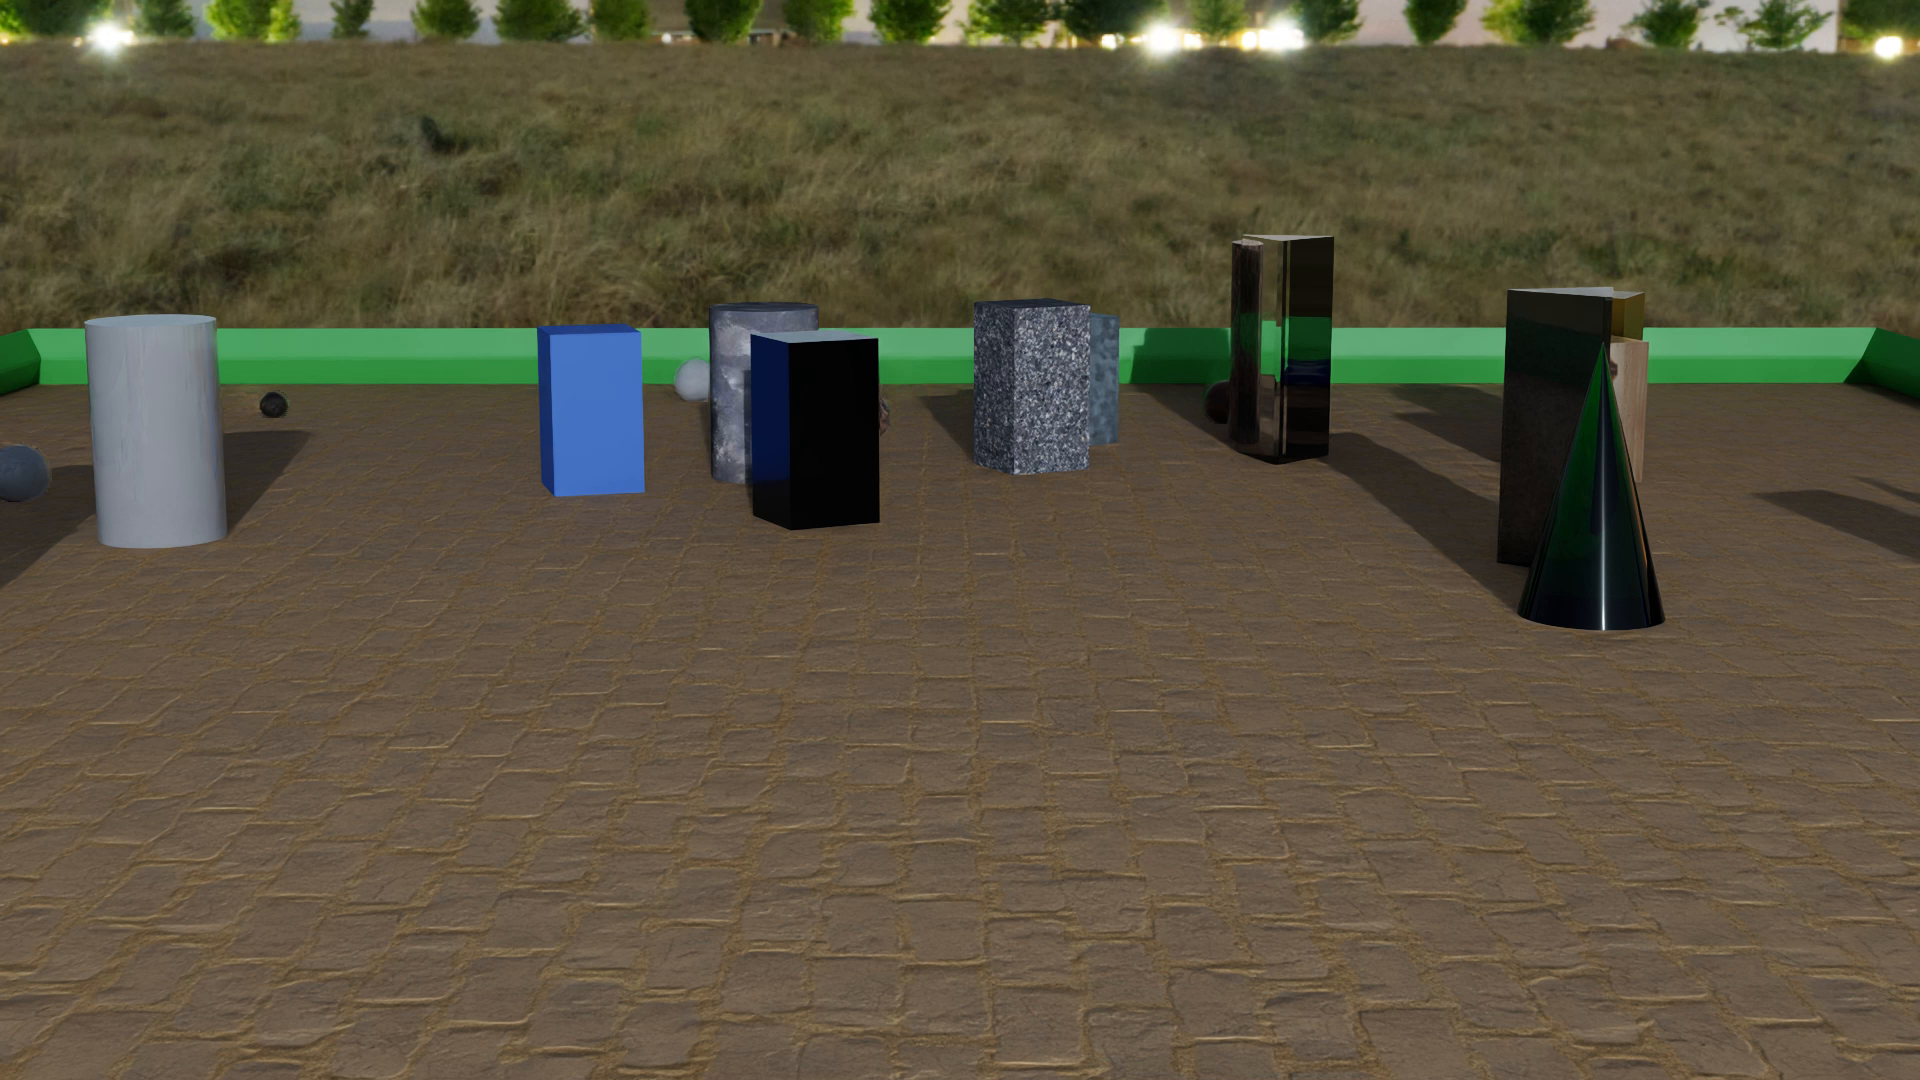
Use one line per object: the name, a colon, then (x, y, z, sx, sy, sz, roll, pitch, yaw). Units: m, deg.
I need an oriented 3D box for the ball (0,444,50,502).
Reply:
ball: (-1.581, -0.111, 4.309, 0.097, 0.097, 0.097, 0, 11, 0)

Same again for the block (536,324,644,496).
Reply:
block: (-0.640, -0.227, 4.443, 0.155, 0.276, 0.155, -3, 11, -17)

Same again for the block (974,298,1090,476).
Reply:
block: (0.130, -0.282, 4.675, 0.155, 0.298, 0.155, -5, 12, -27)

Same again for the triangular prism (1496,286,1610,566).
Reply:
triangular prism: (0.905, -0.164, 3.756, 0.168, 0.403, 0.145, 10, 15, 44)

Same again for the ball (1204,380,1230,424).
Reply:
ball: (0.542, -0.282, 5.247, 0.089, 0.089, 0.089, 0, 11, 0)

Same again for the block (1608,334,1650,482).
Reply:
block: (1.104, -0.233, 4.545, 0.155, 0.249, 0.155, -3, 11, -18)

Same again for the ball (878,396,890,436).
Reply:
ball: (-0.183, -0.241, 5.012, 0.094, 0.094, 0.094, 0, 11, 0)

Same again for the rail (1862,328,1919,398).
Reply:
rail: (2.104, 0.030, 3.461, 0.045, 0.126, 5.006, 0, 11, 0)

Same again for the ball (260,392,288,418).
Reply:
ball: (-1.425, -0.280, 5.329, 0.055, 0.055, 0.055, 0, 11, 0)

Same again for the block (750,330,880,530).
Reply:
block: (-0.234, -0.180, 4.130, 0.155, 0.297, 0.155, -5, 12, -27)

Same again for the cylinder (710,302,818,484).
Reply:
cylinder: (-0.347, -0.264, 4.565, 0.194, 0.303, 0.194, 0, 11, 0)

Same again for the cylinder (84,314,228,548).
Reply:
cylinder: (-1.242, -0.171, 3.970, 0.194, 0.338, 0.194, 0, 11, 0)

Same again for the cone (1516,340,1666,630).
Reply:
cone: (0.844, -0.081, 3.402, 0.194, 0.368, 0.194, 0, 11, 0)

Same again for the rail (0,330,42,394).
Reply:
rail: (-2.104, 0.035, 3.437, 0.045, 0.126, 5.006, 0, 11, 0)

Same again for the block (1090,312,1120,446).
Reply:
block: (0.199, -0.314, 4.988, 0.155, 0.246, 0.155, -8, 13, -36)

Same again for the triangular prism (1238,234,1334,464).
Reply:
triangular prism: (0.583, -0.360, 4.789, 0.145, 0.411, 0.168, 9, 14, 41)

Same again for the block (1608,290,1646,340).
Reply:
block: (1.187, -0.313, 4.832, 0.155, 0.302, 0.155, 6, 12, 27)

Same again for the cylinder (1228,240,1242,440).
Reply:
cylinder: (0.627, -0.391, 5.027, 0.194, 0.384, 0.194, 0, 11, 0)

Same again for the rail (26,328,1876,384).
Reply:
rail: (-0.014, -0.420, 5.887, 4.256, 0.126, 0.045, 0, 11, 0)

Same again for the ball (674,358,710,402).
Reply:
ball: (-0.574, -0.346, 5.576, 0.096, 0.096, 0.096, 0, 11, 0)
